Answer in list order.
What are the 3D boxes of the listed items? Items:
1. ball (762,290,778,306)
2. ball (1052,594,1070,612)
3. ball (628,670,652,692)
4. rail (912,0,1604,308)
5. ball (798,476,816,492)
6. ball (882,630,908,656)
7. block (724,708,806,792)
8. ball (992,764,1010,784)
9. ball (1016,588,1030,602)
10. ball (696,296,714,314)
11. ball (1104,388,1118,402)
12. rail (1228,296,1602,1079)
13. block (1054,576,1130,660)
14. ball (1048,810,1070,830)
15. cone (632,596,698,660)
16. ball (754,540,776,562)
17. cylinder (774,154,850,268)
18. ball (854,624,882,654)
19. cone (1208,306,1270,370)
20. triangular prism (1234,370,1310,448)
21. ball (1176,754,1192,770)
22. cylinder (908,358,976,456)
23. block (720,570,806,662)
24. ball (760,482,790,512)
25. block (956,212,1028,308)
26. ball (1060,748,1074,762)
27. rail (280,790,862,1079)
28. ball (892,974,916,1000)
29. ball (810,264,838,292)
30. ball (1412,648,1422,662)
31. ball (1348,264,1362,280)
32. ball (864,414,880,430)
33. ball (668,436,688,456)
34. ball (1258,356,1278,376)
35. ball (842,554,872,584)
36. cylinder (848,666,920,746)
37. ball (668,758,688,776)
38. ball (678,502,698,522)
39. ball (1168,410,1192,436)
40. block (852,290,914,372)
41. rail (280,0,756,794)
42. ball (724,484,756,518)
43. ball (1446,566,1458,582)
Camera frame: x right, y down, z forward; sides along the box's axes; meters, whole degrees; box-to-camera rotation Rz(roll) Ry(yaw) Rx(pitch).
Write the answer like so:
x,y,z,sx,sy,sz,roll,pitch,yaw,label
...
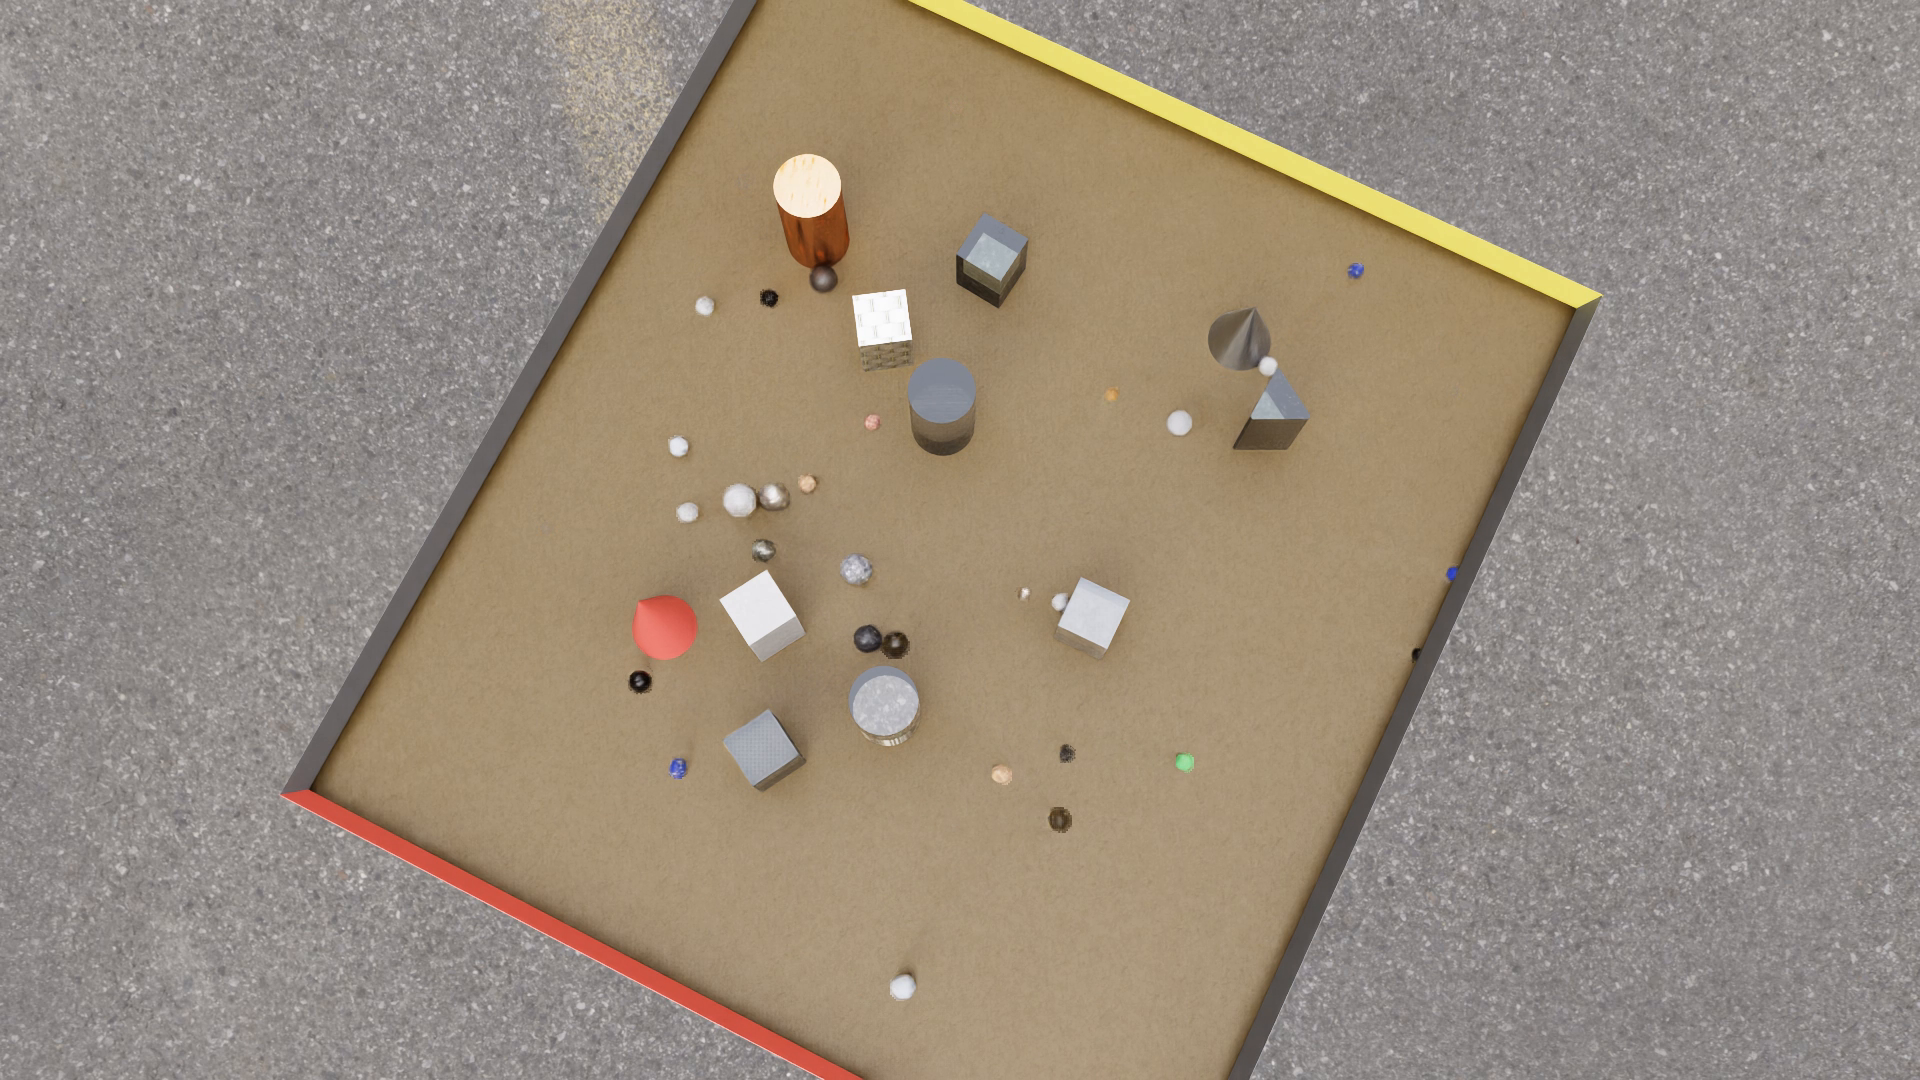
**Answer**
x,y,z,sx,sy,sz,roll,pitch,yaw,label
-0.597,-0.759,5.747,0.053,0.053,0.053,0,78,0,ball
0.305,0.190,5.550,0.053,0.053,0.053,0,78,0,ball
-0.959,0.423,5.495,0.067,0.067,0.067,0,78,0,ball
0.691,-1.347,5.829,2.860,0.129,0.045,26,80,5,rail
-0.469,-0.173,5.626,0.052,0.052,0.052,0,78,0,ball
-0.194,0.312,5.512,0.078,0.078,0.078,0,78,0,ball
-0.568,0.618,5.353,0.159,0.266,0.159,-33,80,-7,block
0.121,0.694,5.443,0.058,0.058,0.058,0,78,0,ball
0.193,0.165,5.562,0.041,0.041,0.041,0,78,0,ball
-0.799,-0.734,5.740,0.056,0.056,0.056,0,78,0,ball
0.469,-0.450,5.688,0.042,0.042,0.042,0,78,0,ball
1.258,0.623,5.421,0.045,0.129,3.139,26,80,5,rail
0.390,0.236,5.443,0.159,0.244,0.159,25,79,5,block
0.293,0.827,5.414,0.062,0.062,0.062,0,78,0,ball
-0.896,0.218,5.333,0.198,0.467,0.198,0,78,0,cone
-0.594,0.033,5.574,0.070,0.070,0.070,0,78,0,ball
-0.449,-0.997,5.600,0.198,0.436,0.198,0,78,0,cylinder
-0.278,0.298,5.511,0.086,0.086,0.086,0,78,0,ball
0.876,-0.658,5.587,0.198,0.325,0.198,0,78,0,cone
0.931,-0.392,5.515,0.172,0.358,0.149,0,78,0,triangular prism
0.665,0.662,5.454,0.050,0.050,0.050,0,78,0,ball
-0.053,-0.396,5.505,0.198,0.379,0.198,0,78,0,cylinder
-0.576,0.228,5.393,0.159,0.346,0.159,-33,80,-6,block
-0.564,-0.130,5.597,0.092,0.092,0.092,0,78,0,ball
0.098,-0.861,5.663,0.159,0.259,0.159,32,80,6,block
0.318,0.639,5.464,0.041,0.041,0.041,0,78,0,ball
-0.691,1.361,5.268,2.860,0.129,0.045,26,80,5,rail
-0.164,1.294,5.313,0.071,0.071,0.071,0,78,0,ball
-0.426,-0.818,5.742,0.086,0.086,0.086,0,78,0,ball
1.382,0.346,5.524,0.042,0.042,0.042,0,78,0,ball
1.242,-0.844,5.768,0.046,0.046,0.046,0,78,0,ball
-0.273,-0.365,5.667,0.048,0.048,0.048,0,78,0,ball
-0.866,-0.288,5.645,0.060,0.060,0.060,0,78,0,ball
0.956,-0.540,5.698,0.060,0.060,0.060,0,78,0,ball
-0.312,0.089,5.551,0.092,0.092,0.092,0,78,0,ball
-0.217,0.487,5.351,0.198,0.323,0.198,0,78,0,cylinder
-0.839,0.675,5.449,0.054,0.054,0.054,0,78,0,ball
-0.830,-0.085,5.603,0.061,0.061,0.061,0,78,0,ball
0.678,-0.362,5.652,0.078,0.078,0.078,0,78,0,ball
-0.233,-0.639,5.614,0.159,0.264,0.159,-8,78,-2,block
-1.258,-0.609,5.676,0.045,0.129,3.139,26,80,5,rail
-0.671,-0.118,5.590,0.099,0.099,0.099,0,78,0,ball
1.502,0.104,5.572,0.045,0.045,0.045,0,78,0,ball
